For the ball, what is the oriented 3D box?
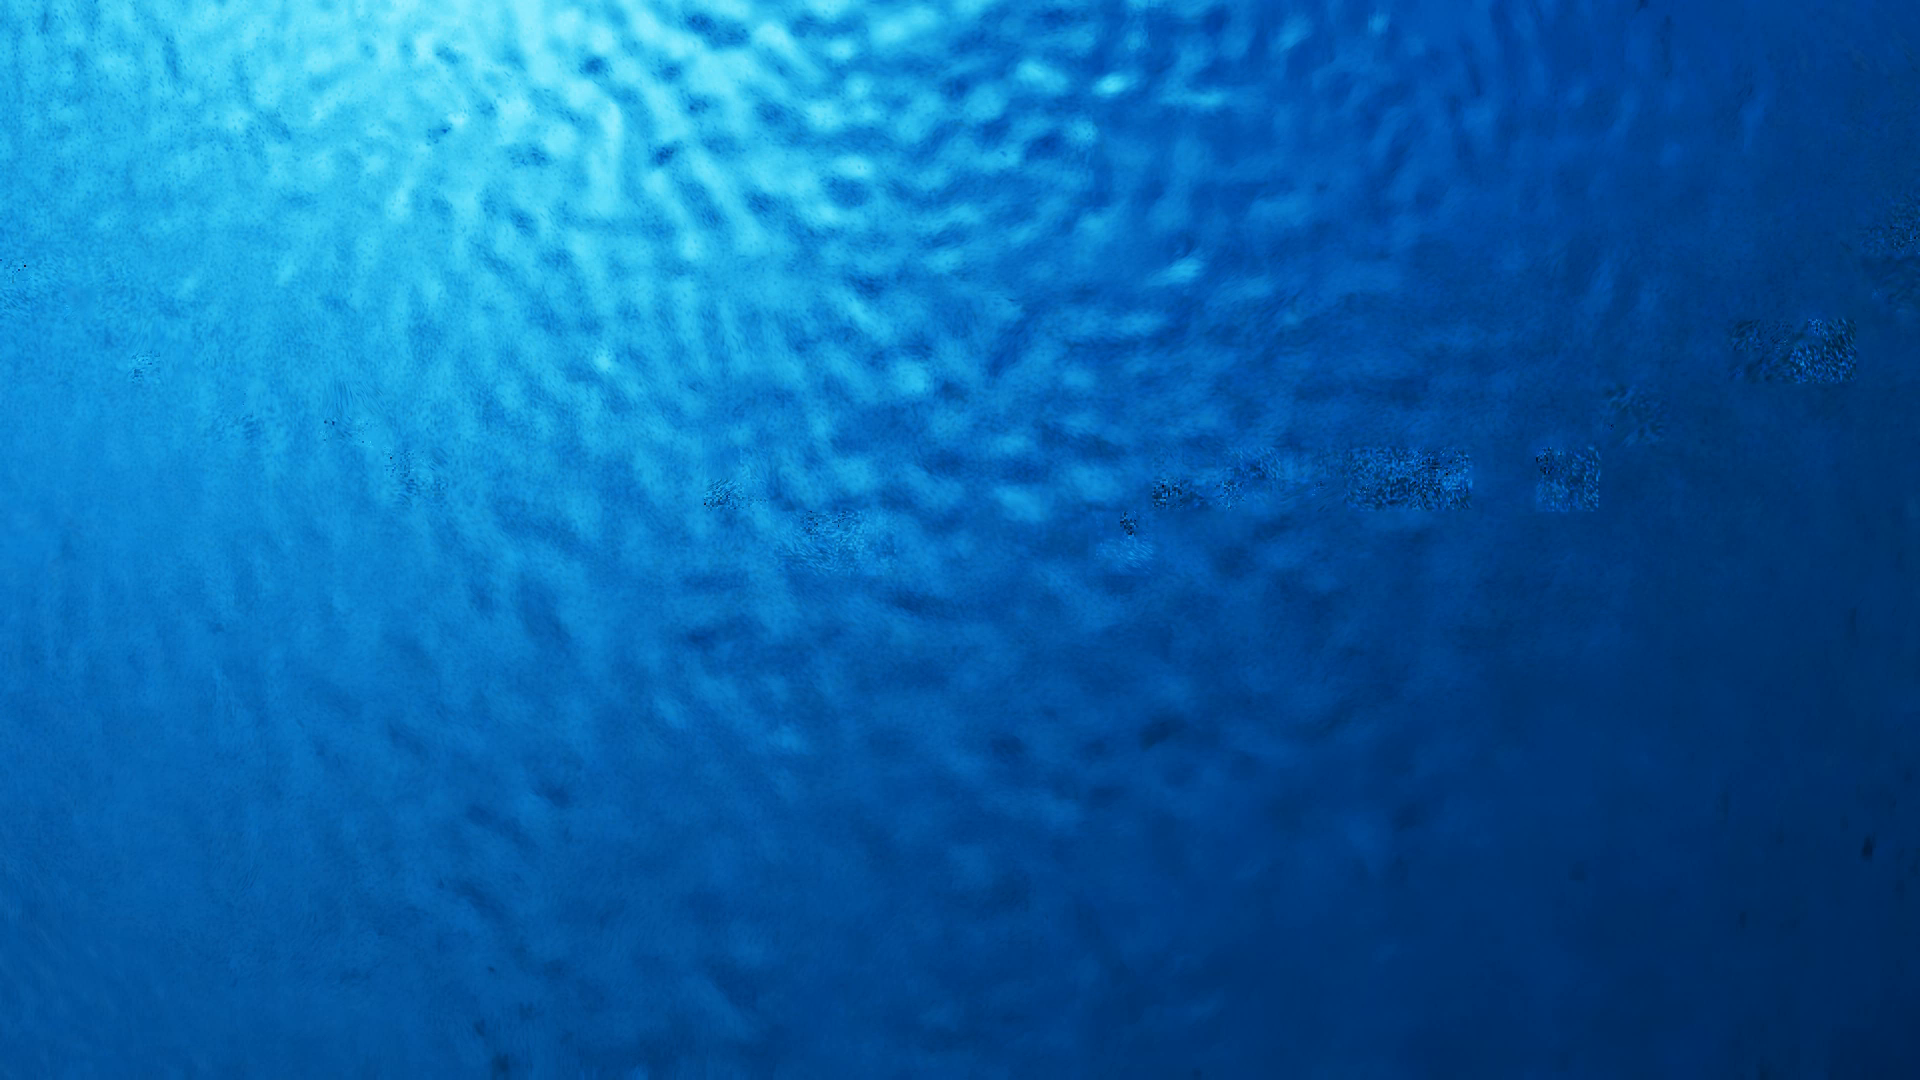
[{"bbox_3d":[0.000,-0.002,0.056,0.080,0.080,0.080,0,4,0],"label":"ball"}]
